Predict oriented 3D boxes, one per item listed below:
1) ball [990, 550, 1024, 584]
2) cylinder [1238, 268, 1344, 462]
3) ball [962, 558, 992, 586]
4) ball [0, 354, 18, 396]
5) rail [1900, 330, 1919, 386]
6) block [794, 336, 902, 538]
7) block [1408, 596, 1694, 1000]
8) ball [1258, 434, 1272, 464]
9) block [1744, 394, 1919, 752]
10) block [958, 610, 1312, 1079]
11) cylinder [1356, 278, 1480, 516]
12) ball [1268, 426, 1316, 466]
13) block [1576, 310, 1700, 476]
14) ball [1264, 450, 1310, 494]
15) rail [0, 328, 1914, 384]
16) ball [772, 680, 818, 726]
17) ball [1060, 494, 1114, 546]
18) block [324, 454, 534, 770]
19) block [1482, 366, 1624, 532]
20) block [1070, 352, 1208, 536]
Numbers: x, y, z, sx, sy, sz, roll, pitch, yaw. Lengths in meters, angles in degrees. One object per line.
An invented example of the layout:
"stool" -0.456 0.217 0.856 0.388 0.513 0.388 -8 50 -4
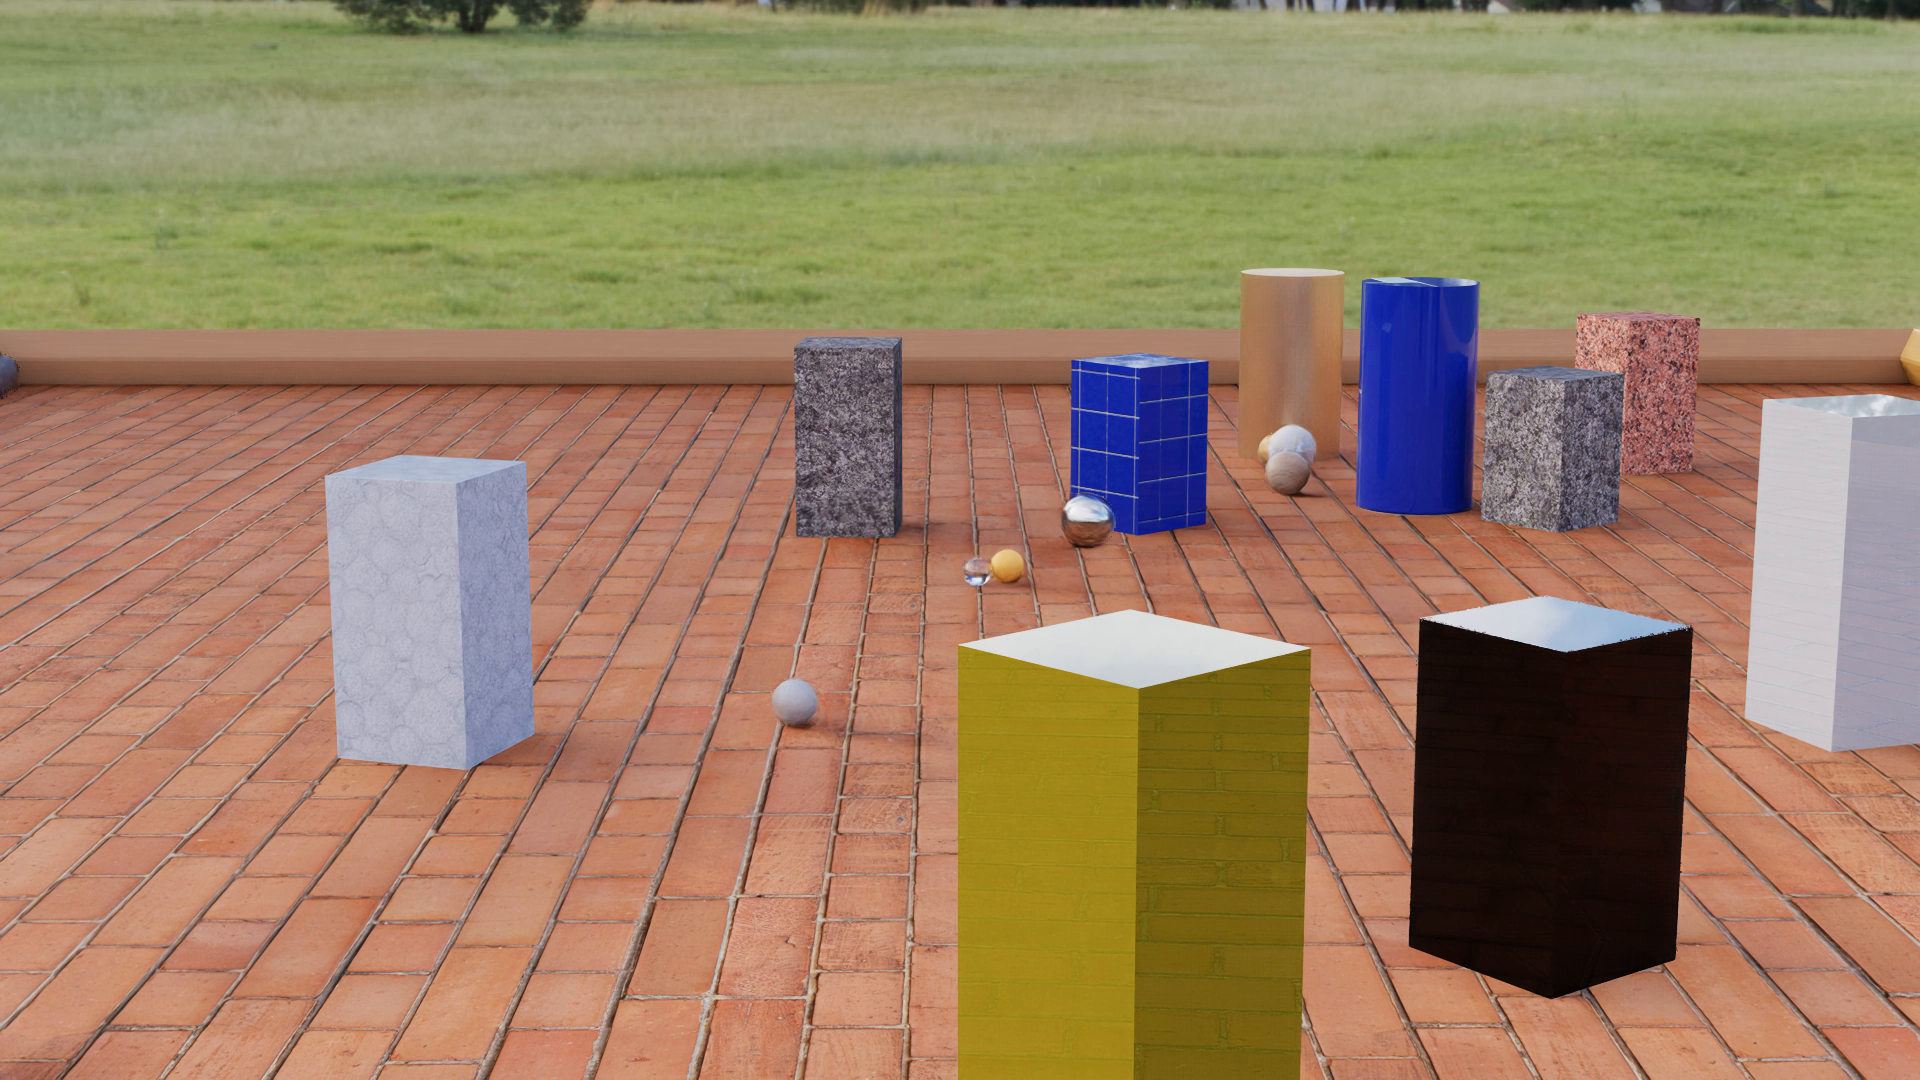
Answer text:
"ball" 0.067 0.038 3.633 0.048 0.048 0.048 0 11 0
"cylinder" 0.619 -0.330 4.801 0.191 0.343 0.191 0 11 0
"ball" 0.024 0.045 3.614 0.040 0.040 0.040 0 11 0
"ball" -2.124 -0.361 5.647 0.096 0.096 0.096 0 11 0
"rail" 2.180 0.030 3.462 0.045 0.124 4.953 0 11 0
"block" -0.174 -0.163 4.037 0.153 0.296 0.153 1 11 4
"block" 0.482 0.205 2.101 0.153 0.280 0.153 -8 13 -36
"ball" 0.574 -0.163 4.677 0.060 0.060 0.060 0 11 0
"block" 0.981 0.032 2.809 0.153 0.361 0.153 -4 11 -18
"block" 0.107 0.249 1.609 0.153 0.373 0.153 -10 14 -42
"cylinder" 0.755 -0.240 4.237 0.191 0.373 0.191 0 11 0
"ball" 0.595 -0.162 4.604 0.086 0.086 0.086 0 11 0
"block" 1.223 -0.268 4.651 0.153 0.277 0.153 -4 11 -22
"ball" 0.558 -0.115 4.376 0.076 0.076 0.076 0 11 0
"rail" -0.014 -0.417 5.860 4.408 0.124 0.045 0 11 0
"ball" -0.184 0.181 2.855 0.052 0.052 0.052 0 11 0
"ball" 0.193 -0.030 3.908 0.080 0.080 0.080 0 11 0
"block" -0.564 0.073 2.744 0.153 0.303 0.153 3 11 18
"block" 0.949 -0.149 4.110 0.153 0.240 0.153 -9 14 -39
"block" 0.285 -0.156 4.086 0.153 0.262 0.153 -9 14 -40
